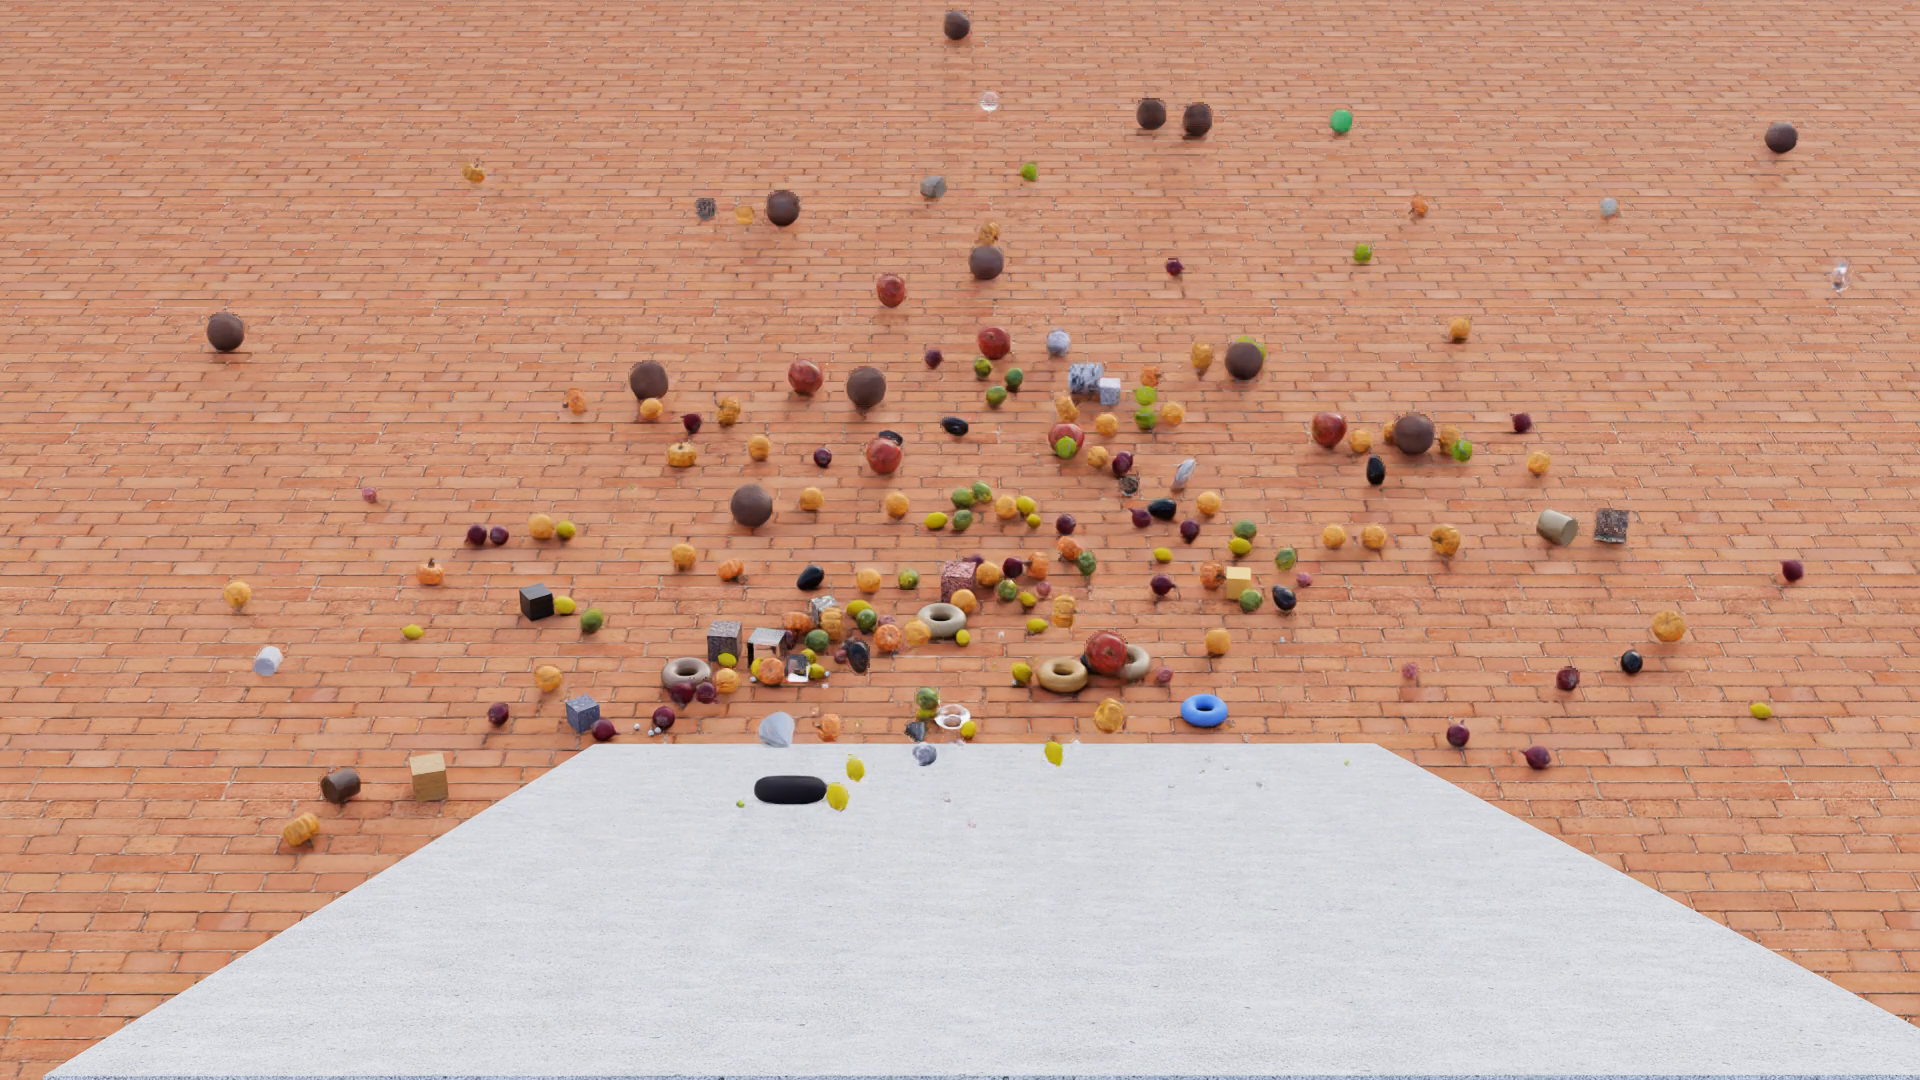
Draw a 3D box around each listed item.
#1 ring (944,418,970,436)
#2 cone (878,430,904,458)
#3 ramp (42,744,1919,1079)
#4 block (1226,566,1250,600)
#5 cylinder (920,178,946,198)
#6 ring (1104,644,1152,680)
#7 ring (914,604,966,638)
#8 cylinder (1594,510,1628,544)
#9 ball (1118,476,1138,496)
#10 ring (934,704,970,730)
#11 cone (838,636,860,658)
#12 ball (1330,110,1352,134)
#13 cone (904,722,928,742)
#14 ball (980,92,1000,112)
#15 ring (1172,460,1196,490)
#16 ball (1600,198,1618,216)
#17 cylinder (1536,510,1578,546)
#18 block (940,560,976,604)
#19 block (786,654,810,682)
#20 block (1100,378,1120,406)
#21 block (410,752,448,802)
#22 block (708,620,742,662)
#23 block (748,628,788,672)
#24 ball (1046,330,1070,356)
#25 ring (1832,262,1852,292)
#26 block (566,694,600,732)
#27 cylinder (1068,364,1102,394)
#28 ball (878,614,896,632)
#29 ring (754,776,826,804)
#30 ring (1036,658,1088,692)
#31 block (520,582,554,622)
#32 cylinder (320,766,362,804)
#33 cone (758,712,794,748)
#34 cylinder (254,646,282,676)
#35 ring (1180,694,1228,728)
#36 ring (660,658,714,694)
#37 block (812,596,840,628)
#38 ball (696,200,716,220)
[{"bbox_3d":[-0.012,-0.367,8.333,0.086,0.086,0.029,7,62,13],"label":"ring"},{"bbox_3d":[-0.229,-0.290,8.237,0.082,0.082,0.082,7,56,12],"label":"cone"},{"bbox_3d":[0.065,0.584,4.631,2.000,0.100,4.000,0,0,0],"label":"ramp"},{"bbox_3d":[0.802,0.125,7.458,0.068,0.068,0.068,2,29,4],"label":"block"},{"bbox_3d":[-0.106,-1.384,10.157,0.074,0.074,0.074,11,30,34],"label":"cylinder"},{"bbox_3d":[0.461,0.335,7.100,0.135,0.045,0.135,-1,35,1],"label":"ring"},{"bbox_3d":[-0.054,0.228,7.292,0.149,0.050,0.149,0,30,0],"label":"ring"},{"bbox_3d":[1.947,-0.041,7.729,0.091,0.091,0.091,7,30,13],"label":"cylinder"},{"bbox_3d":[0.521,-0.168,7.991,0.062,0.062,0.062,0,29,0],"label":"ball"},{"bbox_3d":[-0.020,0.469,6.875,0.095,0.032,0.095,0,30,0],"label":"ring"},{"bbox_3d":[-0.295,0.309,7.168,0.060,0.060,0.060,45,46,17],"label":"cone"},{"bbox_3d":[1.593,-1.749,10.805,0.096,0.096,0.096,0,29,0],"label":"ball"},{"bbox_3d":[-0.105,0.511,6.697,0.063,0.063,0.063,-7,24,-12],"label":"cone"},{"bbox_3d":[0.126,-1.873,11.044,0.081,0.081,0.081,0,29,0],"label":"ball"},{"bbox_3d":[0.695,-0.203,8.021,0.035,0.106,0.106,32,37,10],"label":"ring"},{"bbox_3d":[2.511,-1.290,10.006,0.070,0.070,0.070,0,29,0],"label":"ball"},{"bbox_3d":[1.785,-0.038,7.732,0.085,0.085,0.085,-24,37,-37],"label":"cylinder"},{"bbox_3d":[-0.005,0.122,7.441,0.088,0.088,0.088,4,29,7],"label":"block"},{"bbox_3d":[-0.441,0.349,7.051,0.054,0.054,0.054,5,52,9],"label":"block"},{"bbox_3d":[0.497,-0.492,8.571,0.065,0.065,0.065,2,29,4],"label":"block"},{"bbox_3d":[-1.351,0.604,6.579,0.083,0.083,0.083,-8,30,-15],"label":"block"},{"bbox_3d":[-0.651,0.281,7.161,0.083,0.083,0.083,3,29,5],"label":"block"},{"bbox_3d":[-0.531,0.302,7.121,0.085,0.085,0.085,7,30,12],"label":"block"},{"bbox_3d":[0.337,-0.675,8.881,0.086,0.086,0.086,0,29,0],"label":"ball"},{"bbox_3d":[3.183,-0.949,9.336,0.106,0.106,0.035,-25,30,-37],"label":"ring"},{"bbox_3d":[-0.999,0.460,6.856,0.065,0.065,0.065,-20,35,-31],"label":"block"},{"bbox_3d":[0.418,-0.536,8.611,0.095,0.095,0.095,1,28,14],"label":"cylinder"},{"bbox_3d":[-0.203,0.236,7.276,0.050,0.050,0.050,0,29,0],"label":"ball"},{"bbox_3d":[-0.345,0.506,5.245,0.148,0.049,0.148,1,-1,0],"label":"ring"},{"bbox_3d":[0.280,0.368,7.041,0.142,0.047,0.142,1,28,-1],"label":"ring"},{"bbox_3d":[-1.205,0.177,7.361,0.071,0.071,0.071,-17,33,-28],"label":"block"},{"bbox_3d":[-1.568,0.621,6.548,0.071,0.071,0.071,23,33,35],"label":"cylinder"},{"bbox_3d":[-0.446,0.501,6.516,0.097,0.097,0.097,-12,32,-21],"label":"cone"},{"bbox_3d":[-1.897,0.333,7.091,0.060,0.060,0.060,2,29,3],"label":"cylinder"},{"bbox_3d":[0.651,0.455,6.891,0.126,0.042,0.126,-1,30,0],"label":"ring"},{"bbox_3d":[-0.743,0.369,7.040,0.144,0.048,0.144,0,30,0],"label":"ring"},{"bbox_3d":[-0.381,0.203,7.323,0.061,0.061,0.061,-12,31,-20],"label":"block"},{"bbox_3d":[-0.980,-1.275,9.971,0.077,0.077,0.077,0,29,0],"label":"ball"}]
